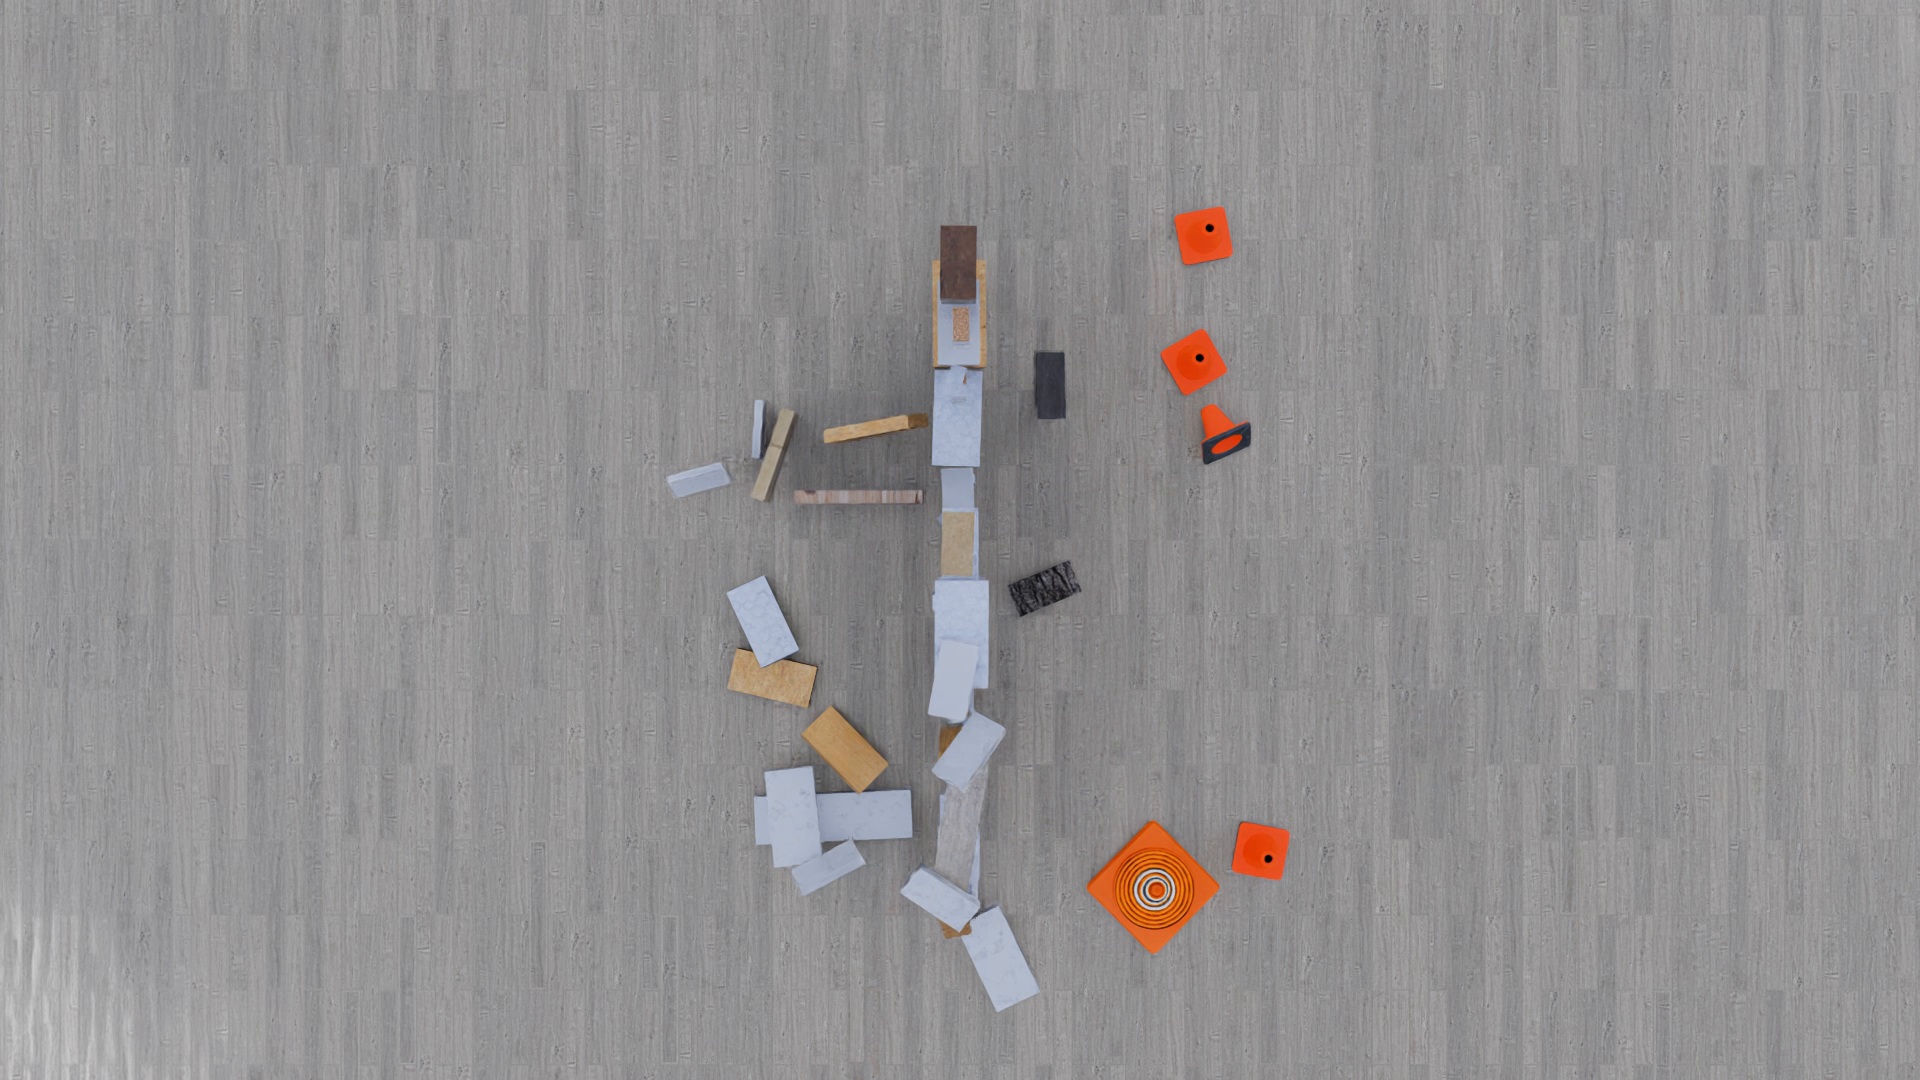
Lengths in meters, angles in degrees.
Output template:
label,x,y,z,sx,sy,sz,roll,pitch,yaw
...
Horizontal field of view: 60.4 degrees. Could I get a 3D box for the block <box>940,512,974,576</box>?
label,x,y,z,sx,sy,sz,roll,pitch,yaw
block,-0.007,0.011,4.816,0.093,0.026,0.186,2,91,0

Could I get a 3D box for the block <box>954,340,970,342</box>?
label,x,y,z,sx,sy,sz,roll,pitch,yaw
block,0.004,-0.590,4.793,0.047,0.095,0.013,0,90,0

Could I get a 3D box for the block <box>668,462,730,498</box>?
label,x,y,z,sx,sy,sz,roll,pitch,yaw
block,-0.863,-0.199,5.452,0.187,0.094,0.027,-15,59,1

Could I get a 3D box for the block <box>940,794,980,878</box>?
label,x,y,z,sx,sy,sz,roll,pitch,yaw
block,-0.001,0.981,5.481,0.136,0.039,0.272,1,90,0

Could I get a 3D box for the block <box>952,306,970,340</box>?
label,x,y,z,sx,sy,sz,roll,pitch,yaw
block,0.003,-0.621,4.739,0.047,0.013,0.095,-1,90,0

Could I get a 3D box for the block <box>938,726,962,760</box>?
label,x,y,z,sx,sy,sz,roll,pitch,yaw
block,0.001,0.667,5.363,0.136,0.272,0.039,0,101,0

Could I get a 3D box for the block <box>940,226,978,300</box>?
label,x,y,z,sx,sy,sz,roll,pitch,yaw
block,-0.005,-0.777,4.621,0.102,0.029,0.204,1,90,0

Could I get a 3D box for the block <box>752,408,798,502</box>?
label,x,y,z,sx,sy,sz,roll,pitch,yaw
block,-0.607,-0.277,5.423,0.043,0.153,0.307,19,90,0

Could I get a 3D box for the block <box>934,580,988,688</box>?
label,x,y,z,sx,sy,sz,roll,pitch,yaw
block,0.005,0.275,4.820,0.156,0.044,0.312,0,90,0

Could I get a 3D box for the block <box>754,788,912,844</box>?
label,x,y,z,sx,sy,sz,roll,pitch,yaw
block,-0.419,0.918,5.478,0.518,0.045,0.158,-3,90,0

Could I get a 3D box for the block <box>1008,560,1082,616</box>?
label,x,y,z,sx,sy,sz,roll,pitch,yaw
block,0.281,0.162,5.484,0.221,0.031,0.111,-22,90,0

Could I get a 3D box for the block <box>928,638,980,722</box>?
label,x,y,z,sx,sy,sz,roll,pitch,yaw
block,-0.019,0.405,4.782,0.111,0.031,0.221,11,90,0

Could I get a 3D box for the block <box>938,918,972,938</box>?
label,x,y,z,sx,sy,sz,roll,pitch,yaw
block,-0.029,1.220,5.416,0.089,0.025,0.178,-13,108,12

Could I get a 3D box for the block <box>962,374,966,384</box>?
label,x,y,z,sx,sy,sz,roll,pitch,yaw
block,-0.005,-0.505,5.111,0.048,0.095,0.014,1,77,0

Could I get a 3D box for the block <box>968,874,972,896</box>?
label,x,y,z,sx,sy,sz,roll,pitch,yaw
block,-0.005,1.131,5.407,0.089,0.025,0.178,3,114,5

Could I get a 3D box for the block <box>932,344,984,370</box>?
label,x,y,z,sx,sy,sz,roll,pitch,yaw
block,-0.002,-0.592,5.335,0.165,0.330,0.047,0,90,0

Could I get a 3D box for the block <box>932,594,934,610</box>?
label,x,y,z,sx,sy,sz,roll,pitch,yaw
block,-0.003,0.182,4.999,0.156,0.312,0.044,0,90,0

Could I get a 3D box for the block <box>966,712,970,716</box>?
label,x,y,z,sx,sy,sz,roll,pitch,yaw
block,-0.007,0.530,5.244,0.067,0.134,0.019,-5,65,0

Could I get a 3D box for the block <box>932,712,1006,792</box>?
label,x,y,z,sx,sy,sz,roll,pitch,yaw
block,0.030,0.657,5.126,0.118,0.033,0.236,27,66,25

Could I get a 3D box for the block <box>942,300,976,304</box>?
label,x,y,z,sx,sy,sz,roll,pitch,yaw
block,-0.004,-0.707,4.738,0.102,0.204,0.029,-1,90,0

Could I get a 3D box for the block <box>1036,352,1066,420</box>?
label,x,y,z,sx,sy,sz,roll,pitch,yaw
block,0.302,-0.513,5.487,0.094,0.027,0.219,-1,90,0

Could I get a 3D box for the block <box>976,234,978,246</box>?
label,x,y,z,sx,sy,sz,roll,pitch,yaw
block,-0.003,-0.844,4.879,0.102,0.487,0.029,0,90,0

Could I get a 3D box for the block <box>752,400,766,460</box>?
label,x,y,z,sx,sy,sz,roll,pitch,yaw
block,-0.664,-0.364,5.453,0.027,0.094,0.187,4,90,0

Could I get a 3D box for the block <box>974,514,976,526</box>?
label,x,y,z,sx,sy,sz,roll,pitch,yaw
block,0.001,-0.058,4.922,0.093,0.186,0.026,0,93,0

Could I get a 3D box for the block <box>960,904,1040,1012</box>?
label,x,y,z,sx,sy,sz,roll,pitch,yaw
block,0.126,1.386,5.478,0.158,0.045,0.315,-26,90,0

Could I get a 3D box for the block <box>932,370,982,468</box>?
label,x,y,z,sx,sy,sz,roll,pitch,yaw
block,-0.009,-0.381,5.180,0.149,0.042,0.299,2,90,0

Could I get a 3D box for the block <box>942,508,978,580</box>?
label,x,y,z,sx,sy,sz,roll,pitch,yaw
block,0.001,0.013,5.032,0.111,0.031,0.222,0,90,0

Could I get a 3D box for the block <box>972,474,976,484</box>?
label,x,y,z,sx,sy,sz,roll,pitch,yaw
block,-0.002,-0.195,5.399,0.101,0.202,0.029,-2,90,0

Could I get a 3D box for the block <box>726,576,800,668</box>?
label,x,y,z,sx,sy,sz,roll,pitch,yaw
block,-0.651,0.271,5.458,0.137,0.039,0.275,-25,83,-6

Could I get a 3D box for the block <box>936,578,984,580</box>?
label,x,y,z,sx,sy,sz,roll,pitch,yaw
block,0.002,0.268,5.176,0.151,0.043,0.302,0,90,0

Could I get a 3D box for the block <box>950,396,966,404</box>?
label,x,y,z,sx,sy,sz,roll,pitch,yaw
block,-0.005,-0.433,5.111,0.048,0.095,0.014,2,88,0

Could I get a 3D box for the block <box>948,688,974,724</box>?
label,x,y,z,sx,sy,sz,roll,pitch,yaw
block,0.002,0.507,5.321,0.084,0.024,0.167,0,90,0

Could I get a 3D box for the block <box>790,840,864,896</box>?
label,x,y,z,sx,sy,sz,roll,pitch,yaw
block,-0.430,1.063,5.358,0.221,0.111,0.031,-26,118,-11

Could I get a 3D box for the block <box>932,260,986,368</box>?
label,x,y,z,sx,sy,sz,roll,pitch,yaw
block,-0.002,-0.704,5.146,0.165,0.047,0.330,-1,90,0

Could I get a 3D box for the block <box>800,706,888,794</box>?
label,x,y,z,sx,sy,sz,roll,pitch,yaw
block,-0.382,0.694,5.457,0.275,0.039,0.137,46,69,0

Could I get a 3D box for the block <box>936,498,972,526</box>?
label,x,y,z,sx,sy,sz,roll,pitch,yaw
block,-0.019,-0.085,5.159,0.111,0.222,0.031,-35,90,0

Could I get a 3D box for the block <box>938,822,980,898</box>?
label,x,y,z,sx,sy,sz,roll,pitch,yaw
block,-0.005,1.050,5.411,0.136,0.039,0.272,2,114,0

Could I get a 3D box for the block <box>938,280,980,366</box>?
label,x,y,z,sx,sy,sz,roll,pitch,yaw
block,-0.004,-0.640,4.858,0.124,0.035,0.248,0,90,0

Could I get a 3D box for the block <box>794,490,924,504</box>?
label,x,y,z,sx,sy,sz,roll,pitch,yaw
block,-0.330,-0.140,5.423,0.418,0.153,0.043,0,90,0

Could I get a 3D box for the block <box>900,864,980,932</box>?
label,x,y,z,sx,sy,sz,roll,pitch,yaw
block,-0.063,1.154,5.325,0.236,0.033,0.118,35,112,-7

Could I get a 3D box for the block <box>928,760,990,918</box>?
label,x,y,z,sx,sy,sz,roll,pitch,yaw
block,-0.007,0.958,5.274,0.118,0.033,0.593,10,113,3

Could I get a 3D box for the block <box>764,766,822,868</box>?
label,x,y,z,sx,sy,sz,roll,pitch,yaw
block,-0.547,0.910,5.433,0.157,0.045,0.315,-6,90,0

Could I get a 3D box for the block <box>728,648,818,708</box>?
label,x,y,z,sx,sy,sz,roll,pitch,yaw
block,-0.622,0.457,5.481,0.275,0.039,0.137,13,90,0

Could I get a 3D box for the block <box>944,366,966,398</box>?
label,x,y,z,sx,sy,sz,roll,pitch,yaw
block,-0.015,-0.487,5.056,0.048,0.014,0.095,16,90,0

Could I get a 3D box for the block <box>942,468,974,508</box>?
label,x,y,z,sx,sy,sz,roll,pitch,yaw
block,-0.005,-0.128,5.284,0.101,0.029,0.202,-3,90,0

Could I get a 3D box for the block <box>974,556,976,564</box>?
label,x,y,z,sx,sy,sz,roll,pitch,yaw
block,0.002,0.059,4.923,0.093,0.186,0.026,0,90,0

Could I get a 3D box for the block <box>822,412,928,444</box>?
label,x,y,z,sx,sy,sz,roll,pitch,yaw
block,-0.273,-0.365,5.366,0.307,0.153,0.043,-8,93,24
